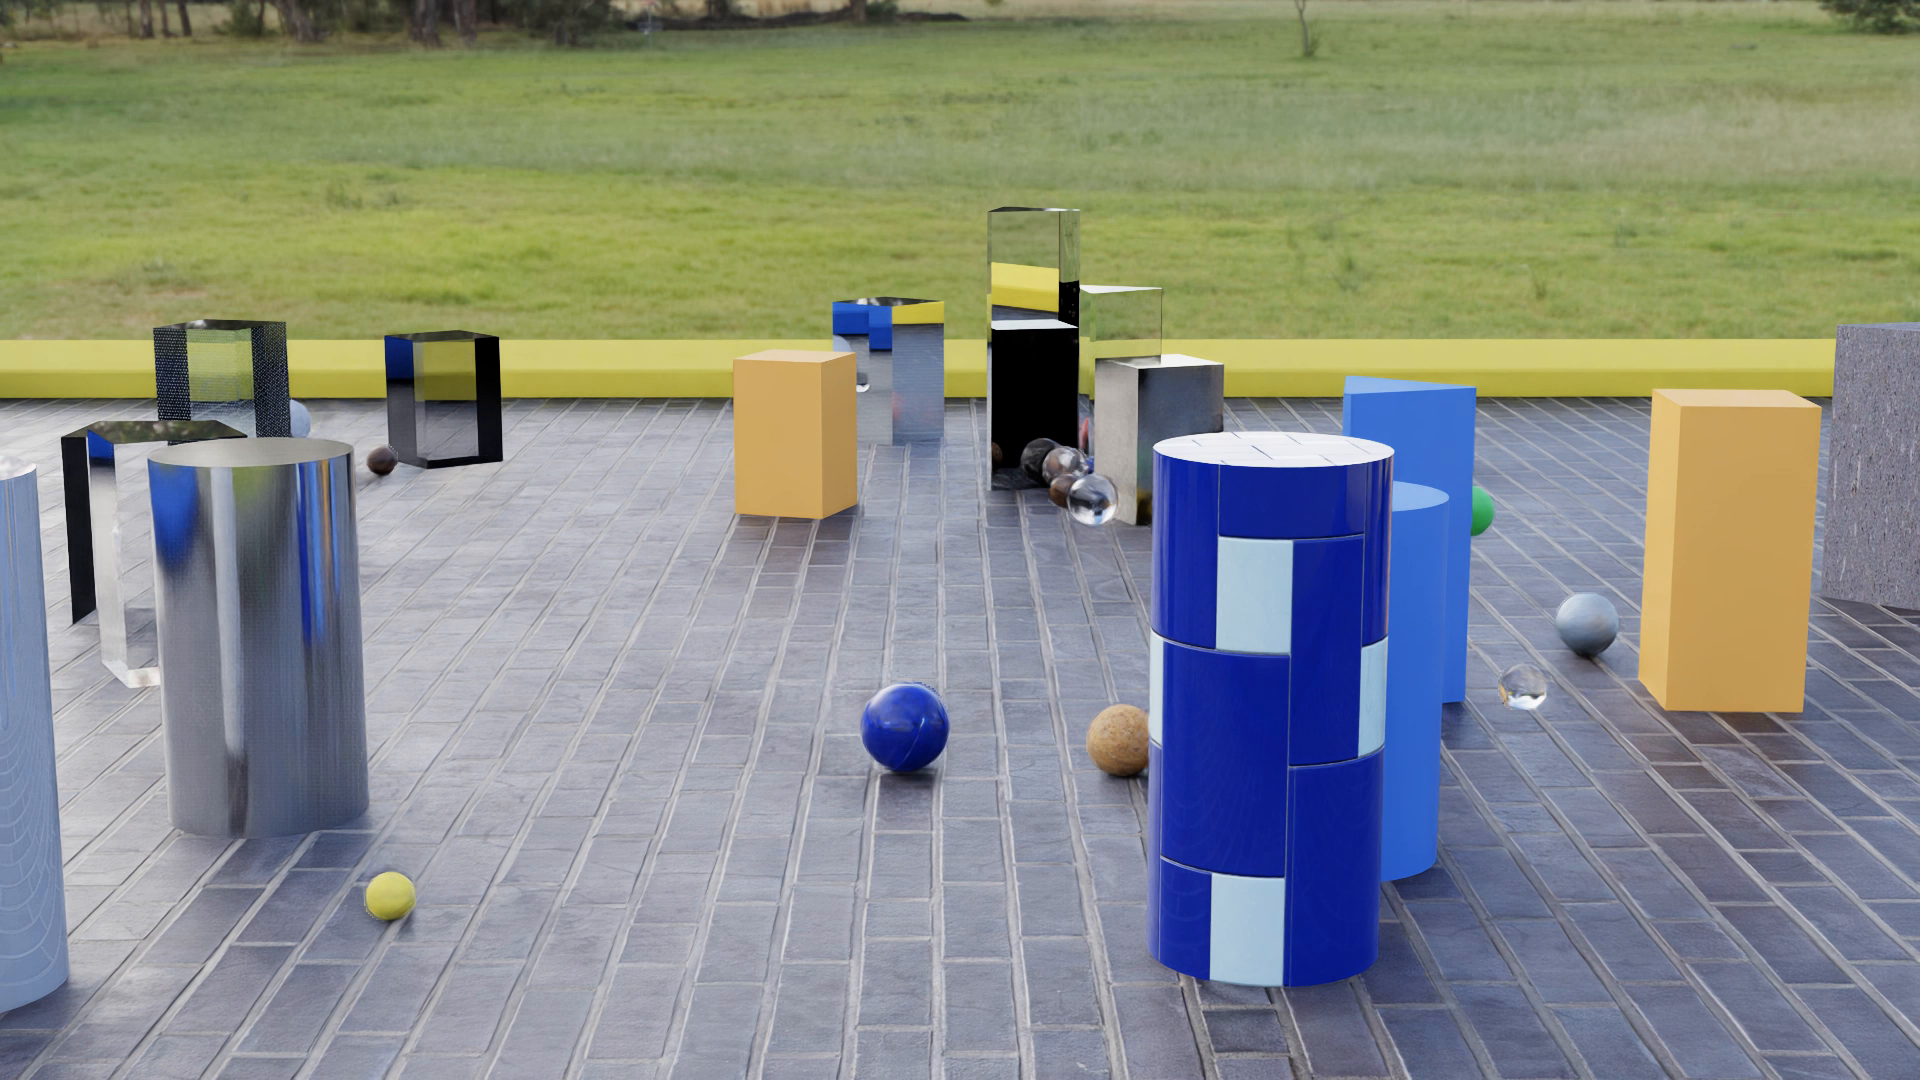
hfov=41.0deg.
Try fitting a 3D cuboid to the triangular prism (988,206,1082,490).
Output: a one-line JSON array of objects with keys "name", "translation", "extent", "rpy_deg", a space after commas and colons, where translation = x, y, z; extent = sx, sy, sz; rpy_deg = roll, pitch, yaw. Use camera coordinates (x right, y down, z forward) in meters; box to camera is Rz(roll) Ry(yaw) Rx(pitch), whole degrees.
[{"name": "triangular prism", "translation": [0.105, -0.337, 4.477], "extent": [0.167, 0.478, 0.145], "rpy_deg": [-4, 11, -18]}]

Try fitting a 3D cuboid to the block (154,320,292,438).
[{"name": "block", "translation": [-1.234, -0.213, 4.306], "extent": [0.154, 0.297, 0.154], "rpy_deg": [3, 11, 17]}]

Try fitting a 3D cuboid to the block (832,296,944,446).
[{"name": "block", "translation": [-0.140, -0.334, 5.033], "extent": [0.154, 0.268, 0.154], "rpy_deg": [9, 14, 39]}]

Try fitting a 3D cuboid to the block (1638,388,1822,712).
[{"name": "block", "translation": [0.886, 0.009, 2.965], "extent": [0.154, 0.349, 0.154], "rpy_deg": [1, 11, 3]}]

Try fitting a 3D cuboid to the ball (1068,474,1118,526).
[{"name": "ball", "translation": [0.212, -0.064, 4.090], "extent": [0.082, 0.082, 0.082], "rpy_deg": [0, 11, 0]}]

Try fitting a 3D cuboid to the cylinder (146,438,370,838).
[{"name": "cylinder", "translation": [-0.683, 0.091, 2.503], "extent": [0.193, 0.358, 0.193], "rpy_deg": [0, 11, 0]}]

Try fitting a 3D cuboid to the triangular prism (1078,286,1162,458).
[{"name": "triangular prism", "translation": [0.258, -0.301, 4.709], "extent": [0.167, 0.323, 0.145], "rpy_deg": [-8, 13, -37]}]

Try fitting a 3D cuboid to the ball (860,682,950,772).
[{"name": "ball", "translation": [-0.057, 0.194, 2.669], "extent": [0.093, 0.093, 0.093], "rpy_deg": [0, 11, 0]}]

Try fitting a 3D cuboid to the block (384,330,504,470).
[{"name": "block", "translation": [-0.955, -0.262, 4.745], "extent": [0.154, 0.232, 0.154], "rpy_deg": [-8, 13, -38]}]

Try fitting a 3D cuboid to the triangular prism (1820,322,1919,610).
[{"name": "triangular prism", "translation": [1.302, -0.107, 3.518], "extent": [0.167, 0.376, 0.145], "rpy_deg": [9, 14, 41]}]

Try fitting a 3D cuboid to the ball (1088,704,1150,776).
[{"name": "ball", "translation": [0.169, 0.207, 2.654], "extent": [0.074, 0.074, 0.074], "rpy_deg": [0, 11, 0]}]

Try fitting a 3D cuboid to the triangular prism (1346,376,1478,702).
[{"name": "triangular prism", "translation": [0.483, -0.001, 2.979], "extent": [0.167, 0.365, 0.145], "rpy_deg": [-4, 11, -20]}]

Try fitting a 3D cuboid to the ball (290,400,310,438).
[{"name": "ball", "translation": [-1.290, -0.222, 4.901], "extent": [0.096, 0.096, 0.096], "rpy_deg": [0, 11, 0]}]

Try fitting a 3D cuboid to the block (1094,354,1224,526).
[{"name": "block", "translation": [0.322, -0.165, 4.168], "extent": [0.154, 0.252, 0.154], "rpy_deg": [-4, 11, -23]}]

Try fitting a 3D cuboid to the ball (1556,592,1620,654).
[{"name": "ball", "translation": [0.783, 0.104, 3.200], "extent": [0.076, 0.076, 0.076], "rpy_deg": [0, 11, 0]}]

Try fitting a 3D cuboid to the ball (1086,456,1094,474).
[{"name": "ball", "translation": [0.232, -0.118, 4.450], "extent": [0.056, 0.056, 0.056], "rpy_deg": [0, 11, 0]}]

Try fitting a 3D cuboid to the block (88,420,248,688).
[{"name": "block", "translation": [-0.952, 0.013, 3.106], "extent": [0.154, 0.291, 0.154], "rpy_deg": [-6, 12, -29]}]

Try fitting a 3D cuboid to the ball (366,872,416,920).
[{"name": "ball", "translation": [-0.490, 0.306, 2.209], "extent": [0.041, 0.041, 0.041], "rpy_deg": [0, 11, 0]}]

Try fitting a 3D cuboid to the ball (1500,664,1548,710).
[{"name": "ball", "translation": [0.643, 0.167, 2.924], "extent": [0.053, 0.053, 0.053], "rpy_deg": [0, 11, 0]}]

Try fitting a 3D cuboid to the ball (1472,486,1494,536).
[{"name": "ball", "translation": [0.790, -0.045, 3.992], "extent": [0.082, 0.082, 0.082], "rpy_deg": [0, 11, 0]}]

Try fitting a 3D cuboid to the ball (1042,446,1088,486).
[{"name": "ball", "translation": [0.180, -0.121, 4.405], "extent": [0.080, 0.080, 0.080], "rpy_deg": [0, 11, 0]}]

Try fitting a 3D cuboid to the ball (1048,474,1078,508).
[{"name": "ball", "translation": [0.176, -0.082, 4.258], "extent": [0.056, 0.056, 0.056], "rpy_deg": [0, 11, 0]}]

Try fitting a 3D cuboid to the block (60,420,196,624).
[{"name": "block", "translation": [-1.090, -0.025, 3.427], "extent": [0.154, 0.249, 0.154], "rpy_deg": [0, 11, -1]}]

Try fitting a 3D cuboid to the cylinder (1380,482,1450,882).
[{"name": "cylinder", "translation": [0.349, 0.125, 2.371], "extent": [0.193, 0.339, 0.193], "rpy_deg": [0, 11, 0]}]

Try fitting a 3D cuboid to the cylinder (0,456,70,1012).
[{"name": "cylinder", "translation": [-0.816, 0.152, 2.020], "extent": [0.193, 0.415, 0.193], "rpy_deg": [0, 11, 0]}]

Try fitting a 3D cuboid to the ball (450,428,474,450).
[{"name": "ball", "translation": [-0.949, -0.193, 4.891], "extent": [0.043, 0.043, 0.043], "rpy_deg": [0, 11, 0]}]

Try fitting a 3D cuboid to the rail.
[{"name": "rail", "translation": [-0.013, -0.375, 5.638], "extent": [4.406, 0.125, 0.045], "rpy_deg": [0, 11, 0]}]

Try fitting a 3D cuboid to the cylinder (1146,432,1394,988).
[{"name": "cylinder", "translation": [0.252, 0.133, 2.105], "extent": [0.193, 0.420, 0.193], "rpy_deg": [0, 11, 0]}]

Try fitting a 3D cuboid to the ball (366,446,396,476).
[{"name": "ball", "translation": [-1.036, -0.142, 4.592], "extent": [0.053, 0.053, 0.053], "rpy_deg": [0, 11, 0]}]

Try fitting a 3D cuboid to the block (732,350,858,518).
[{"name": "block", "translation": [-0.270, -0.177, 4.227], "extent": [0.154, 0.254, 0.154], "rpy_deg": [4, 11, 19]}]
